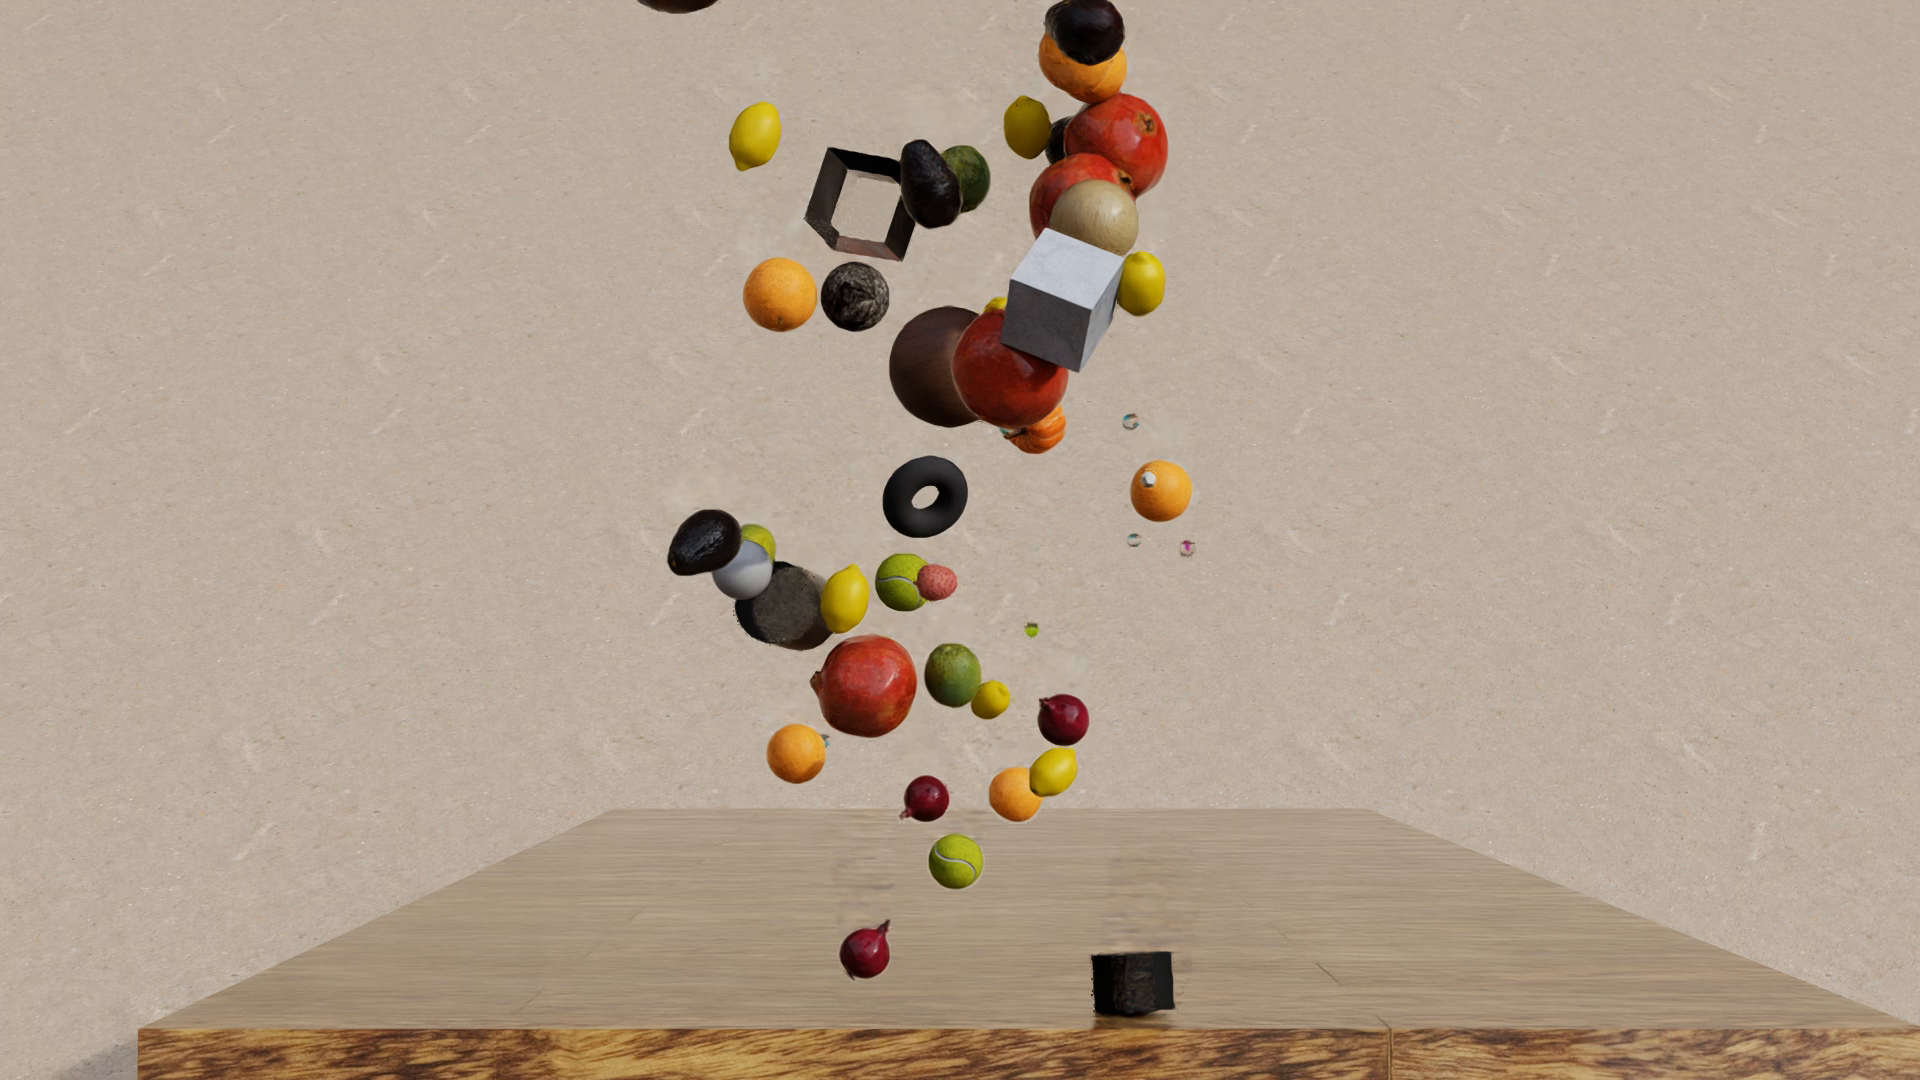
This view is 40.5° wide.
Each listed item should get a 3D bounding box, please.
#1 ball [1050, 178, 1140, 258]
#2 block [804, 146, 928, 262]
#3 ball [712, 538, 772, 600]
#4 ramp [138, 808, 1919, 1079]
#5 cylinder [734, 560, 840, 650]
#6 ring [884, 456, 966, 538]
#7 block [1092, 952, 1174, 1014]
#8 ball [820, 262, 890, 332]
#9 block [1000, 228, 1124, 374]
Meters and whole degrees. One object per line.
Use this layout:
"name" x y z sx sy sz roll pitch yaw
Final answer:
"ball" 0.133 -0.312 2.565 0.088 0.088 0.088 0 37 0
"block" -0.100 -0.352 2.731 0.083 0.083 0.083 6 27 -31
"ball" -0.231 0.031 2.761 0.065 0.065 0.065 0 37 0
"ramp" 0.080 0.680 4.905 2.000 0.100 4.000 0 -2 0
"cylinder" -0.197 0.076 2.972 0.094 0.094 0.094 13 -4 17
"ring" -0.041 -0.050 3.026 0.104 0.104 0.035 -13 31 -17
"block" 0.202 0.516 3.035 0.066 0.066 0.066 1 -9 -32
"ball" -0.105 -0.245 2.613 0.070 0.070 0.070 0 37 0
"block" 0.097 -0.228 2.470 0.083 0.083 0.083 23 49 12
